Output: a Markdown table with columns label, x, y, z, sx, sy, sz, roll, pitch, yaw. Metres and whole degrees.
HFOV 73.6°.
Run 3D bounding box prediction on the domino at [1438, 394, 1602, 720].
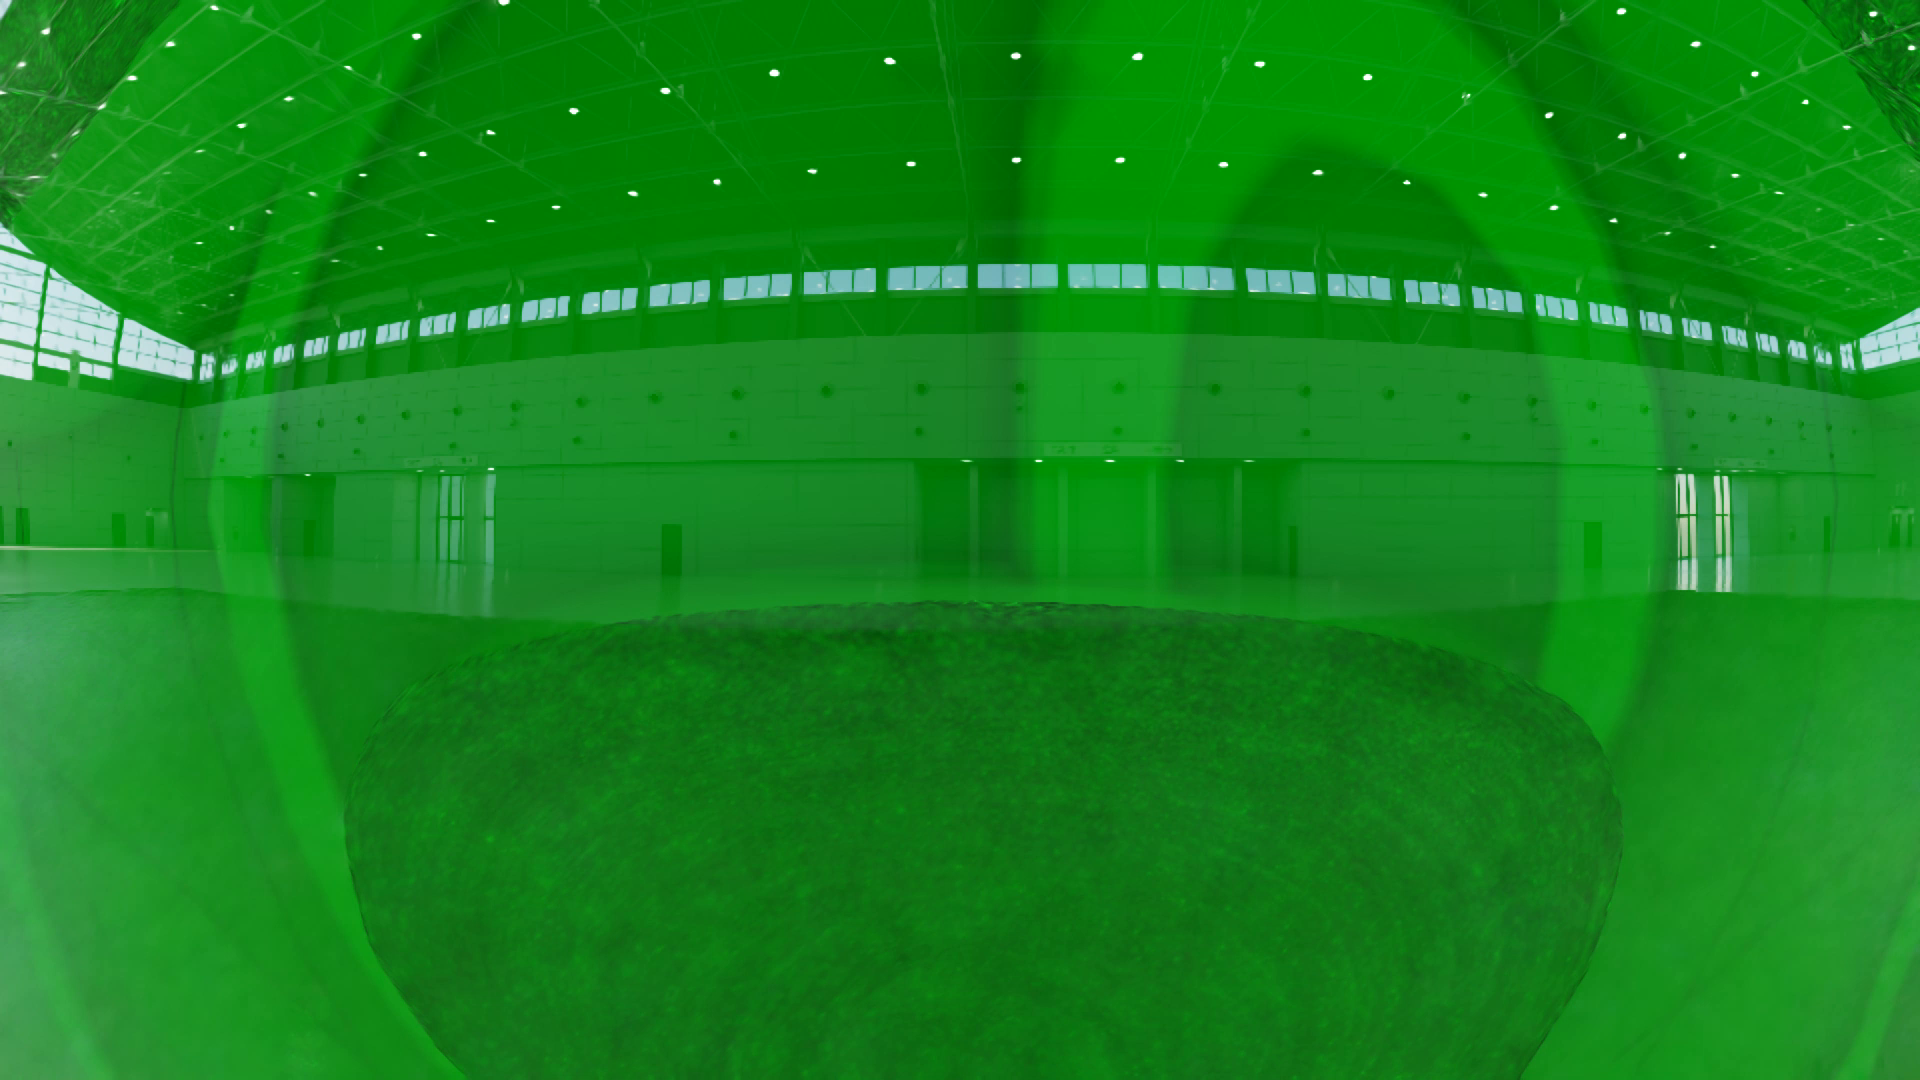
| label | x | y | z | sx | sy | sz | roll | pitch | yaw |
| --- | --- | --- | --- | --- | --- | --- | --- | --- | --- |
| domino | 0.090 | 0.002 | 0.209 | 0.009 | 0.050 | 0.025 | -1 | 4 | -15 |

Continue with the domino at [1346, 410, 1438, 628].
| label | x | y | z | sx | sy | sz | roll | pitch | yaw |
| --- | --- | --- | --- | --- | --- | --- | --- | --- | --- |
| domino | 0.103 | -0.005 | 0.305 | 0.010 | 0.050 | 0.025 | 4 | 6 | 45 |

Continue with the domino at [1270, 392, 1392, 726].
| label | x | y | z | sx | sy | sz | roll | pitch | yaw |
| --- | --- | --- | --- | --- | --- | --- | --- | --- | --- |
| domino | 0.058 | 0.002 | 0.204 | 0.010 | 0.050 | 0.025 | 0 | 4 | -5 |

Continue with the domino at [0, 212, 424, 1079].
| label | x | y | z | sx | sy | sz | roll | pitch | yaw |
| --- | --- | --- | --- | --- | --- | --- | --- | --- | --- |
| domino | -0.045 | 0.009 | 0.077 | 0.010 | 0.050 | 0.025 | -16 | -23 | -11 |

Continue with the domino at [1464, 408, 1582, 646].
| label | x | y | z | sx | sy | sz | roll | pitch | yaw |
| --- | --- | --- | --- | --- | --- | --- | --- | --- | --- |
| domino | 0.123 | -0.003 | 0.280 | 0.025 | 0.050 | 0.010 | -3 | 5 | -31 |

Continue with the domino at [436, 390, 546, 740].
| label | x | y | z | sx | sy | sz | roll | pitch | yaw |
| --- | --- | --- | --- | --- | --- | --- | --- | --- | --- |
| domino | -0.071 | 0.003 | 0.196 | 0.009 | 0.050 | 0.025 | -1 | 4 | -9 |

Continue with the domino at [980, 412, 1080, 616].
| label | x | y | z | sx | sy | sz | roll | pitch | yaw |
| --- | --- | --- | --- | --- | --- | --- | --- | --- | --- |
| domino | 0.017 | -0.007 | 0.326 | 0.025 | 0.050 | 0.010 | 4 | 6 | 44 |

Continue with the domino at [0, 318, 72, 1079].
| label | x | y | z | sx | sy | sz | roll | pitch | yaw |
| --- | --- | --- | --- | --- | --- | --- | --- | --- | --- |
| domino | -0.066 | 0.012 | 0.071 | 0.010 | 0.050 | 0.025 | 1 | 4 | 22 |

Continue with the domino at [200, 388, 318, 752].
| label | x | y | z | sx | sy | sz | roll | pitch | yaw |
| --- | --- | --- | --- | --- | --- | --- | --- | --- | --- |
| domino | -0.103 | 0.003 | 0.189 | 0.010 | 0.050 | 0.025 | -1 | 5 | -19 |

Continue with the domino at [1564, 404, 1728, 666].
| label | x | y | z | sx | sy | sz | roll | pitch | yaw |
| --- | --- | --- | --- | --- | --- | --- | --- | --- | --- |
| domino | 0.133 | -0.001 | 0.250 | 0.025 | 0.050 | 0.009 | 0 | 4 | -3 |

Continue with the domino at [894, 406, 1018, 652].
| label | x | y | z | sx | sy | sz | roll | pitch | yaw |
| --- | --- | --- | --- | --- | --- | --- | --- | --- | --- |
| domino | 0.000 | -0.002 | 0.265 | 0.025 | 0.050 | 0.010 | 0 | 4 | 3 |

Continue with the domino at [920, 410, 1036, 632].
| label | x | y | z | sx | sy | sz | roll | pitch | yaw |
| --- | --- | --- | --- | --- | --- | --- | --- | --- | --- |
| domino | 0.004 | -0.005 | 0.297 | 0.025 | 0.050 | 0.010 | 1 | 4 | 13 |

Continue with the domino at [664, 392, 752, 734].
| label | x | y | z | sx | sy | sz | roll | pitch | yaw |
| --- | --- | --- | --- | --- | --- | --- | --- | --- | --- |
| domino | -0.039 | 0.003 | 0.199 | 0.010 | 0.050 | 0.025 | 0 | 4 | -3 |

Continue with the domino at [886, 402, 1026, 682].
| label | x | y | z | sx | sy | sz | roll | pitch | yaw |
| --- | --- | --- | --- | --- | --- | --- | --- | --- | --- |
| domino | -0.001 | 0.000 | 0.233 | 0.025 | 0.050 | 0.010 | 0 | 4 | -1 |

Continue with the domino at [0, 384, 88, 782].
| label | x | y | z | sx | sy | sz | roll | pitch | yaw |
| --- | --- | --- | --- | --- | --- | --- | --- | --- | --- |
| domino | -0.128 | 0.005 | 0.170 | 0.025 | 0.050 | 0.009 | 3 | 5 | 32 |

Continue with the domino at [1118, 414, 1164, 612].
| label | x | y | z | sx | sy | sz | roll | pitch | yaw |
| --- | --- | --- | --- | --- | --- | --- | --- | --- | --- |
| domino | 0.047 | -0.008 | 0.336 | 0.009 | 0.050 | 0.025 | 0 | 4 | 4 |

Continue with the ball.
| label | x | y | z | sx | sy | sz | roll | pitch | yaw |
| --- | --- | --- | --- | --- | --- | --- | --- | --- | --- |
| ball | 0.001 | -0.002 | 0.054 | 0.080 | 0.080 | 0.080 | 0 | 4 | 0 |

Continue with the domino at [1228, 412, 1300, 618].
| label | x | y | z | sx | sy | sz | roll | pitch | yaw |
| --- | --- | --- | --- | --- | --- | --- | --- | --- | --- |
| domino | 0.077 | -0.007 | 0.325 | 0.010 | 0.050 | 0.025 | 3 | 5 | 31 |

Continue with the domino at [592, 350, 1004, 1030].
| label | x | y | z | sx | sy | sz | roll | pitch | yaw |
| --- | --- | --- | --- | --- | --- | --- | --- | --- | --- |
| domino | -0.011 | 0.010 | 0.099 | 0.025 | 0.050 | 0.009 | 1 | -18 | 9 |

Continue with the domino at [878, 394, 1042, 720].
| label | x | y | z | sx | sy | sz | roll | pitch | yaw |
| --- | --- | --- | --- | --- | --- | --- | --- | --- | --- |
| domino | 0.000 | 0.002 | 0.201 | 0.025 | 0.050 | 0.010 | 0 | 4 | 0 |

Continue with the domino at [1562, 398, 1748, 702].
| label | x | y | z | sx | sy | sz | roll | pitch | yaw |
| --- | --- | --- | --- | --- | --- | --- | --- | --- | --- |
| domino | 0.120 | 0.001 | 0.222 | 0.009 | 0.050 | 0.025 | -3 | 5 | -36 |
